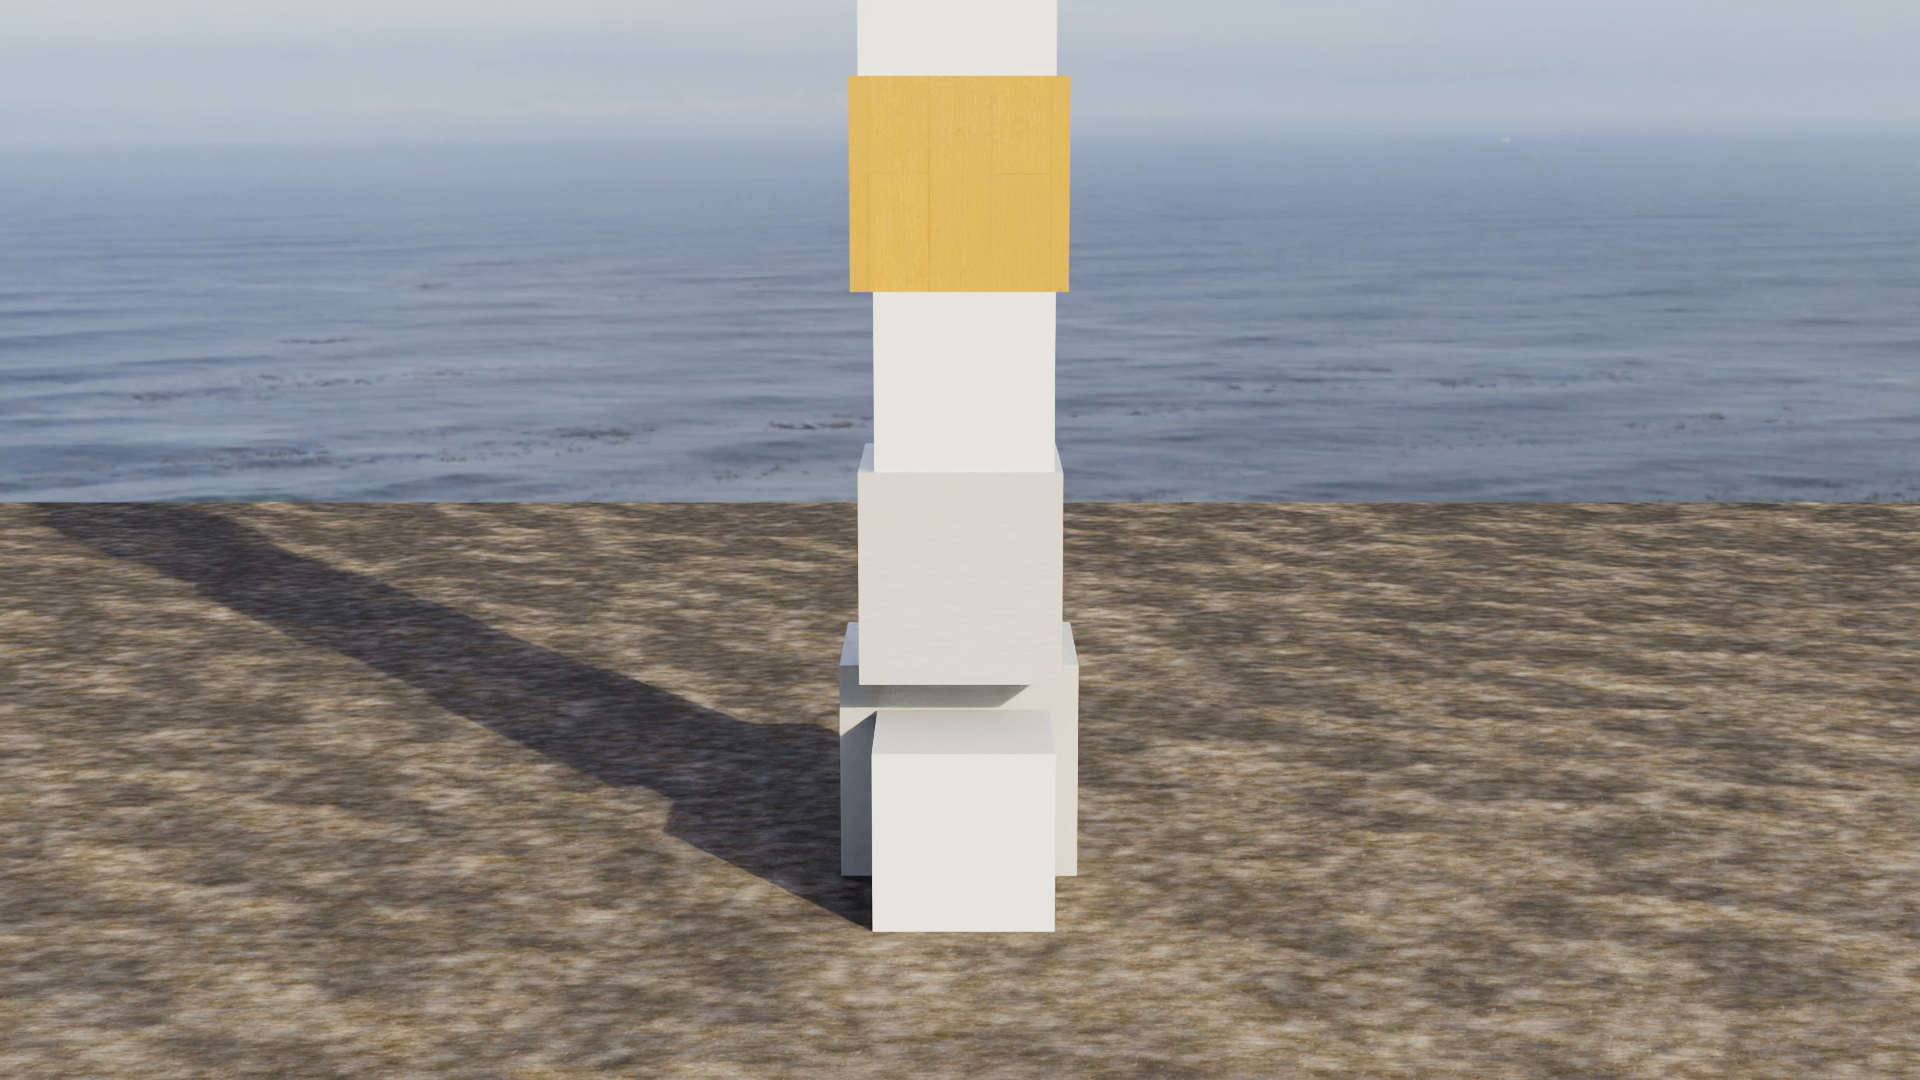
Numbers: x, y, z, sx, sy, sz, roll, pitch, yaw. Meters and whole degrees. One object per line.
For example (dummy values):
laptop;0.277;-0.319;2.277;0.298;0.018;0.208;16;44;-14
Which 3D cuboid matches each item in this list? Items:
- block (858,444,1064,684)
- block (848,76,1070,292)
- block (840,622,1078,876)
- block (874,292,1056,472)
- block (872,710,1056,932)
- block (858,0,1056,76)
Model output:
block;0.002;0.088;11.196;0.857;0.906;0.868;0;10;0
block;-0.002;-1.527;10.903;0.904;0.880;0.756;0;10;0
block;-0.005;0.938;11.733;1.045;0.957;0.897;0;10;0
block;0.018;-0.725;11.048;0.753;0.749;0.798;0;10;0
block;0.015;1.184;10.935;0.754;0.758;0.743;0;10;0
block;-0.012;-2.278;10.766;0.813;0.647;0.679;0;10;0
